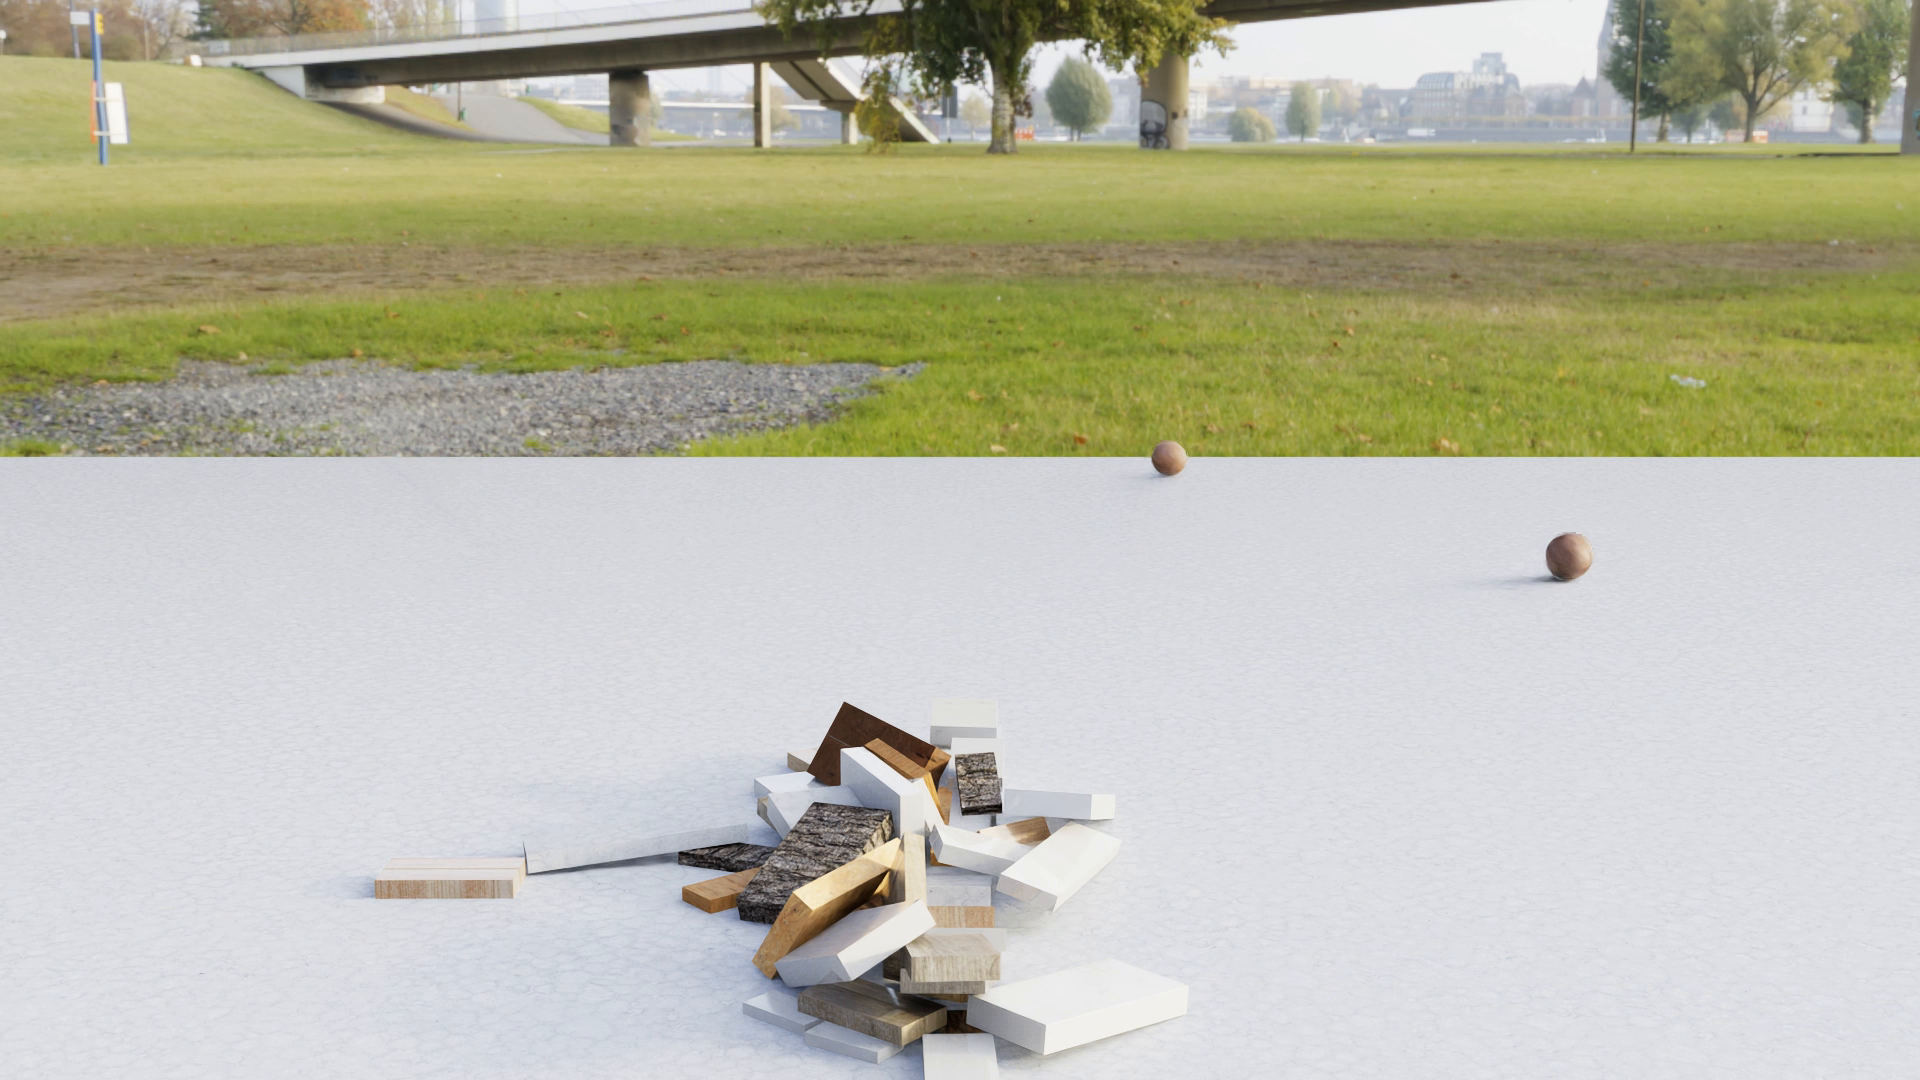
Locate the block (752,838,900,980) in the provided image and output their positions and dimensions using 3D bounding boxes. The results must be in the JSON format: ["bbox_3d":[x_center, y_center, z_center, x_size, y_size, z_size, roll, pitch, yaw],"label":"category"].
[{"bbox_3d":[-0.192,0.566,3.397,0.041,0.146,0.292,39,26,19],"label":"block"}]

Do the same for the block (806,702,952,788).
[{"bbox_3d":[-0.155,0.419,4.115,0.043,0.153,0.306,33,-8,-38],"label":"block"}]

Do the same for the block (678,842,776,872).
[{"bbox_3d":[-0.395,0.550,3.819,0.167,0.024,0.084,4,11,22],"label":"block"}]

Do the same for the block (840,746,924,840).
[{"bbox_3d":[-0.138,0.478,3.856,0.043,0.153,0.306,-4,11,-22],"label":"block"}]

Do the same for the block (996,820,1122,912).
[{"bbox_3d":[0.170,0.539,3.661,0.098,0.028,0.447,20,9,15],"label":"block"}]

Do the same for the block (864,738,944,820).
[{"bbox_3d":[-0.100,0.431,3.923,0.028,0.098,0.195,-27,26,-23],"label":"block"}]

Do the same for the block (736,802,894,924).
[{"bbox_3d":[-0.235,0.535,3.628,0.146,0.041,0.292,3,27,23],"label":"block"}]

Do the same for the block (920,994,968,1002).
[{"bbox_3d":[-0.010,0.643,3.133,0.054,0.015,0.109,3,-5,-36],"label":"block"}]

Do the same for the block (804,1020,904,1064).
[{"bbox_3d":[-0.147,0.695,3.054,0.125,0.018,0.063,7,13,33],"label":"block"}]

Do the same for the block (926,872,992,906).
[{"bbox_3d":[-0.006,0.566,3.560,0.114,0.032,0.229,0,-3,2],"label":"block"}]

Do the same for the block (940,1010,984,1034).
[{"bbox_3d":[0.001,0.686,3.110,0.054,0.015,0.109,-1,11,-6],"label":"block"}]

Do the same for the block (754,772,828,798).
[{"bbox_3d":[-0.298,0.486,4.144,0.110,0.031,0.220,-5,12,-25],"label":"block"}]

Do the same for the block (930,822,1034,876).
[{"bbox_3d":[0.068,0.535,3.700,0.229,0.032,0.114,15,8,-11],"label":"block"}]

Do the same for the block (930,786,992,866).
[{"bbox_3d":[0.004,0.505,3.882,0.099,0.028,0.197,1,29,3],"label":"block"}]

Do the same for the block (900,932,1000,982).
[{"bbox_3d":[-0.016,0.577,3.044,0.118,0.034,0.237,0,-3,-5],"label":"block"}]

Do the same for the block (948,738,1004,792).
[{"bbox_3d":[0.031,0.412,4.034,0.099,0.028,0.197,1,16,2],"label":"block"}]

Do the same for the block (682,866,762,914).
[{"bbox_3d":[-0.368,0.580,3.656,0.167,0.024,0.084,-9,14,-39],"label":"block"}]

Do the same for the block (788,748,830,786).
[{"bbox_3d":[-0.242,0.451,4.331,0.110,0.031,0.220,-6,12,-30],"label":"block"}]

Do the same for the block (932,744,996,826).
[{"bbox_3d":[0.006,0.458,4.112,0.127,0.036,0.255,0,25,1],"label":"block"}]

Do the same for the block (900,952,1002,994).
[{"bbox_3d":[-0.010,0.620,3.158,0.118,0.034,0.237,-1,-5,7],"label":"block"}]

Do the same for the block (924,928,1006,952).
[{"bbox_3d":[0.003,0.599,3.297,0.118,0.034,0.237,1,-10,-2],"label":"block"}]

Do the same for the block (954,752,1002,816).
[{"bbox_3d":[0.033,0.433,3.906,0.072,0.020,0.143,-3,35,-4],"label":"block"}]

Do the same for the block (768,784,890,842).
[{"bbox_3d":[-0.216,0.516,3.796,0.149,0.042,0.299,-4,22,-22],"label":"block"}]

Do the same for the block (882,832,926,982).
[{"bbox_3d":[-0.084,0.550,3.312,0.032,0.114,0.229,16,23,-9],"label":"block"}]

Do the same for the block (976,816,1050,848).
[{"bbox_3d":[0.097,0.527,3.810,0.143,0.072,0.020,-7,-23,-37],"label":"block"}]

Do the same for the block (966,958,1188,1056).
[{"bbox_3d":[0.169,0.657,3.114,0.299,0.042,0.149,-3,9,-44],"label":"block"}]

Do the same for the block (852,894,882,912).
[{"bbox_3d":[-0.137,0.591,3.439,0.024,0.084,0.167,43,26,16],"label":"block"}]

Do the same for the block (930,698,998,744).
[{"bbox_3d":[0.009,0.356,4.315,0.127,0.036,0.255,2,8,1],"label":"block"}]

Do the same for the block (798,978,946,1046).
[{"bbox_3d":[-0.125,0.662,3.107,0.194,0.028,0.097,8,13,38],"label":"block"}]

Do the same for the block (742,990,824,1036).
[{"bbox_3d":[-0.245,0.677,3.150,0.125,0.018,0.063,9,14,40],"label":"block"}]

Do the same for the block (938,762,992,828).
[{"bbox_3d":[0.009,0.472,4.001,0.099,0.028,0.197,1,29,3],"label":"block"}]

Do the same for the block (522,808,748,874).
[{"bbox_3d":[-0.568,0.524,3.847,0.381,0.032,0.114,-7,9,-14],"label":"block"}]

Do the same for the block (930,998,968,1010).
[{"bbox_3d":[-0.015,0.662,3.173,0.054,0.015,0.109,-1,-2,0],"label":"block"}]

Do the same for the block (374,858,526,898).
[{"bbox_3d":[-0.855,0.568,3.698,0.229,0.032,0.114,0,11,0],"label":"block"}]

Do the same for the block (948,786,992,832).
[{"bbox_3d":[0.019,0.483,3.872,0.072,0.020,0.143,1,29,3],"label":"block"}]

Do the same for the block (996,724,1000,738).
[{"bbox_3d":[0.014,0.430,4.275,0.127,0.036,0.255,2,23,1],"label":"block"}]

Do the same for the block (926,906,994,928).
[{"bbox_3d":[-0.004,0.584,3.398,0.114,0.032,0.229,0,-10,1],"label":"block"}]

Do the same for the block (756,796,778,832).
[{"bbox_3d":[-0.264,0.510,3.925,0.110,0.031,0.221,-7,21,-30],"label":"block"}]

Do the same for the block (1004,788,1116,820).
[{"bbox_3d":[0.181,0.473,3.939,0.153,0.043,0.306,2,-6,12],"label":"block"}]

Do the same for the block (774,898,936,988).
[{"bbox_3d":[-0.155,0.582,3.165,0.146,0.041,0.292,-30,0,-26],"label":"block"}]

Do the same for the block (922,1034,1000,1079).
[{"bbox_3d":[0.006,0.736,2.807,0.097,0.028,0.462,0,11,-2],"label":"block"}]

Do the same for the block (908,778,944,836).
[{"bbox_3d":[-0.090,0.473,3.874,0.028,0.098,0.195,-26,2,-23],"label":"block"}]
